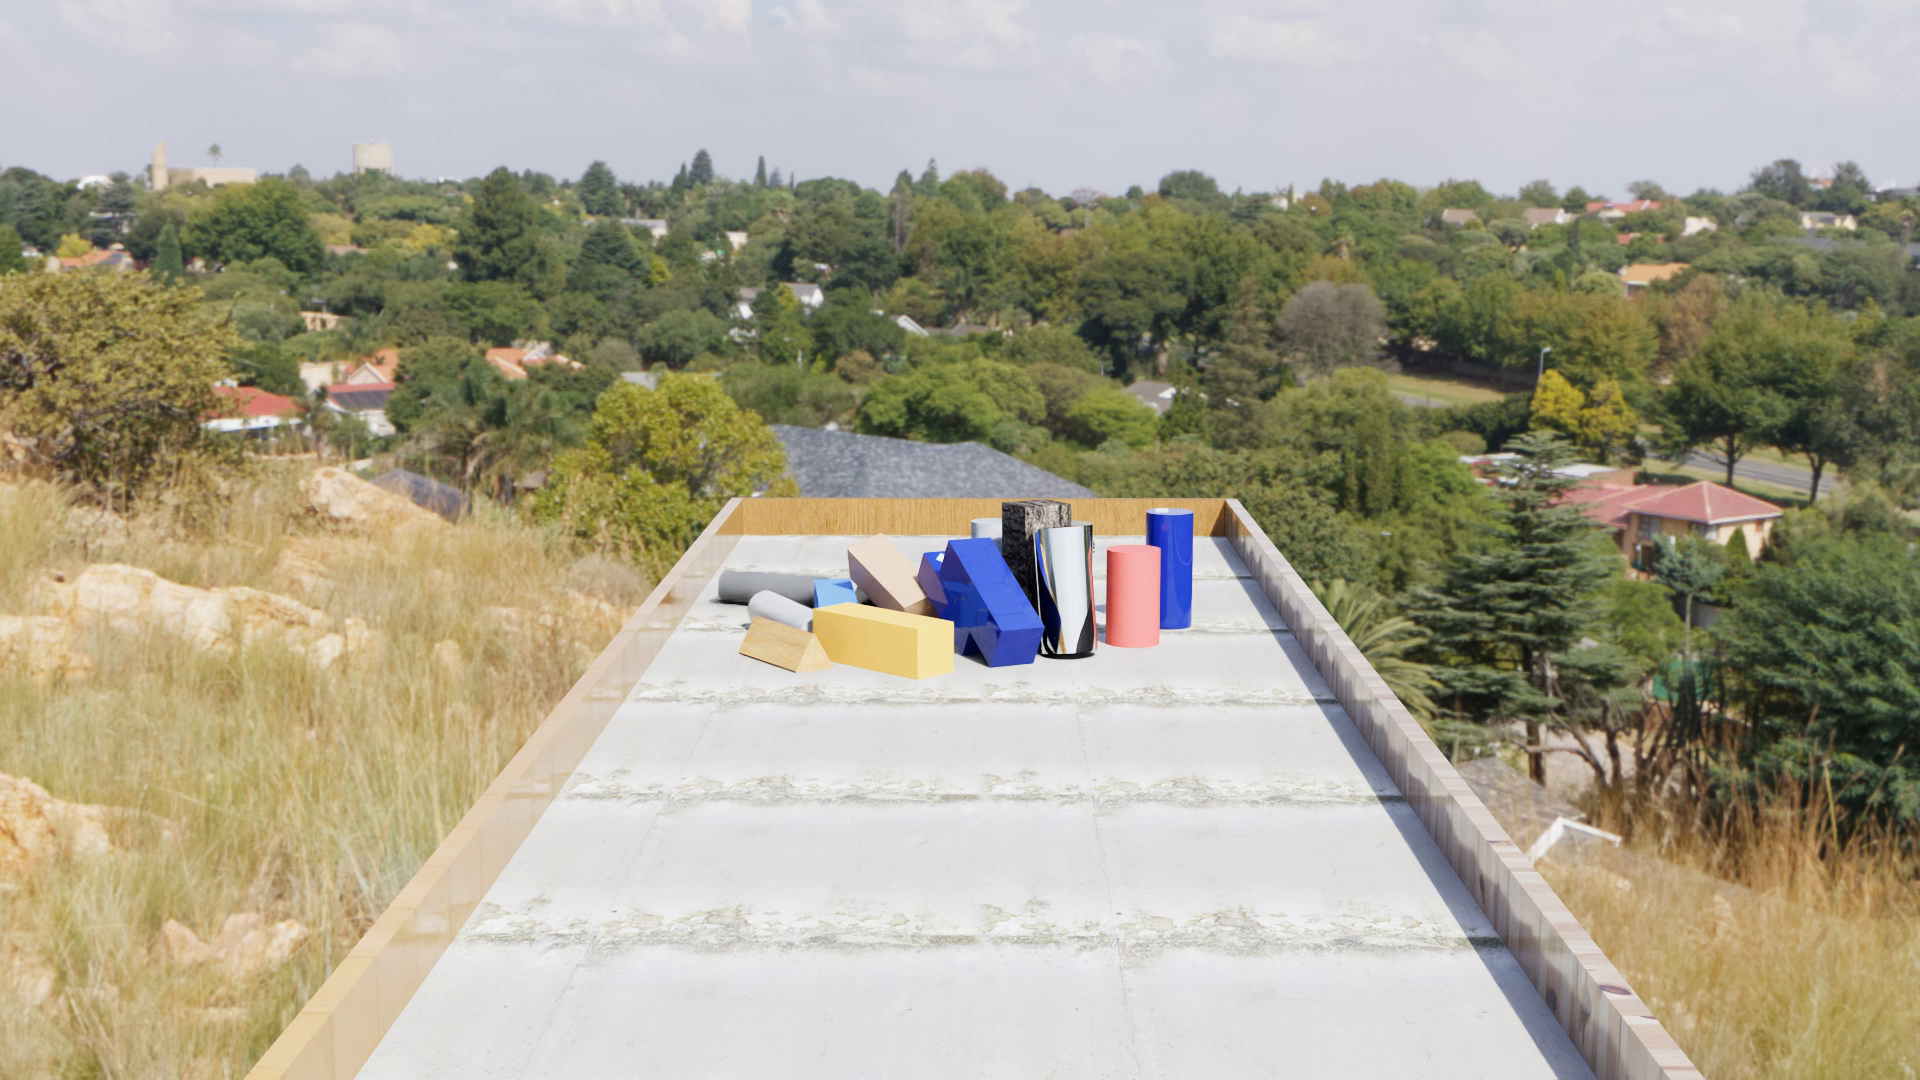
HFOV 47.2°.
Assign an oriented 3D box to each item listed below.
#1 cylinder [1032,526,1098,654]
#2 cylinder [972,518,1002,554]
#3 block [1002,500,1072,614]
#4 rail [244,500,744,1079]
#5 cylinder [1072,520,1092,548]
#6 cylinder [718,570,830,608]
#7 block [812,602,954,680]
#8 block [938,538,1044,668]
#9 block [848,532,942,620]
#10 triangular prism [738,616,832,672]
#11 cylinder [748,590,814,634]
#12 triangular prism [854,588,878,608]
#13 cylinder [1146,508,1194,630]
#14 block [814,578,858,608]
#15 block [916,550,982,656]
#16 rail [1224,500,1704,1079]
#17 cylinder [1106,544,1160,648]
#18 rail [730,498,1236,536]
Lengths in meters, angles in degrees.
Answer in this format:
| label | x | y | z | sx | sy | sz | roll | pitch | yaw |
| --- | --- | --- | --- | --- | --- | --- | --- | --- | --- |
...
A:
| label | x | y | z | sx | sy | sz | roll | pitch | yaw |
| --- | --- | --- | --- | --- | --- | --- | --- | --- | --- |
| cylinder | 0.324 | 0.151 | 6.765 | 0.176 | 0.382 | 0.176 | -4 | 2 | 0 |
| cylinder | 0.101 | 0.112 | 7.175 | 0.130 | 0.353 | 0.130 | 0 | 9 | 0 |
| block | 0.243 | 0.103 | 6.934 | 0.162 | 0.441 | 0.162 | -4 | 8 | -25 |
| rail | -1.004 | 0.839 | 3.234 | 0.050 | 0.150 | 12.000 | 0 | 9 | 1 |
| cylinder | 0.371 | 0.116 | 7.174 | 0.123 | 0.344 | 0.123 | 0 | 9 | 0 |
| cylinder | -0.635 | 0.172 | 7.571 | 0.386 | 0.111 | 0.111 | 3 | 10 | 20 |
| block | -0.234 | 0.301 | 6.621 | 0.450 | 0.153 | 0.153 | 9 | 12 | 43 |
| block | 0.093 | 0.187 | 6.726 | 0.145 | 0.145 | 0.433 | -4 | 40 | -25 |
| block | -0.214 | 0.144 | 7.127 | 0.132 | 0.132 | 0.348 | -26 | 46 | -23 |
| triangular prism | -0.532 | 0.311 | 6.677 | 0.127 | 0.110 | 0.345 | -7 | 11 | -35 |
| cylinder | -0.535 | 0.258 | 6.979 | 0.125 | 0.125 | 0.453 | -4 | 10 | -26 |
| triangular prism | -0.271 | 0.193 | 7.368 | 0.144 | 0.125 | 0.307 | -3 | 9 | -18 |
| cylinder | 0.684 | 0.094 | 7.206 | 0.156 | 0.379 | 0.156 | 0 | 9 | 0 |
| block | -0.410 | 0.223 | 7.212 | 0.123 | 0.123 | 0.394 | -1 | 9 | -6 |
| block | -0.008 | 0.194 | 6.890 | 0.102 | 0.102 | 0.381 | -4 | 40 | -26 |
| rail | 1.046 | 0.843 | 3.208 | 0.050 | 0.150 | 12.000 | 0 | 9 | 1 |
| cylinder | 0.546 | 0.176 | 6.936 | 0.170 | 0.301 | 0.170 | 0 | 9 | 0 |
| rail | 0.099 | -0.098 | 9.147 | 2.100 | 0.150 | 0.050 | 0 | 9 | 1 |
